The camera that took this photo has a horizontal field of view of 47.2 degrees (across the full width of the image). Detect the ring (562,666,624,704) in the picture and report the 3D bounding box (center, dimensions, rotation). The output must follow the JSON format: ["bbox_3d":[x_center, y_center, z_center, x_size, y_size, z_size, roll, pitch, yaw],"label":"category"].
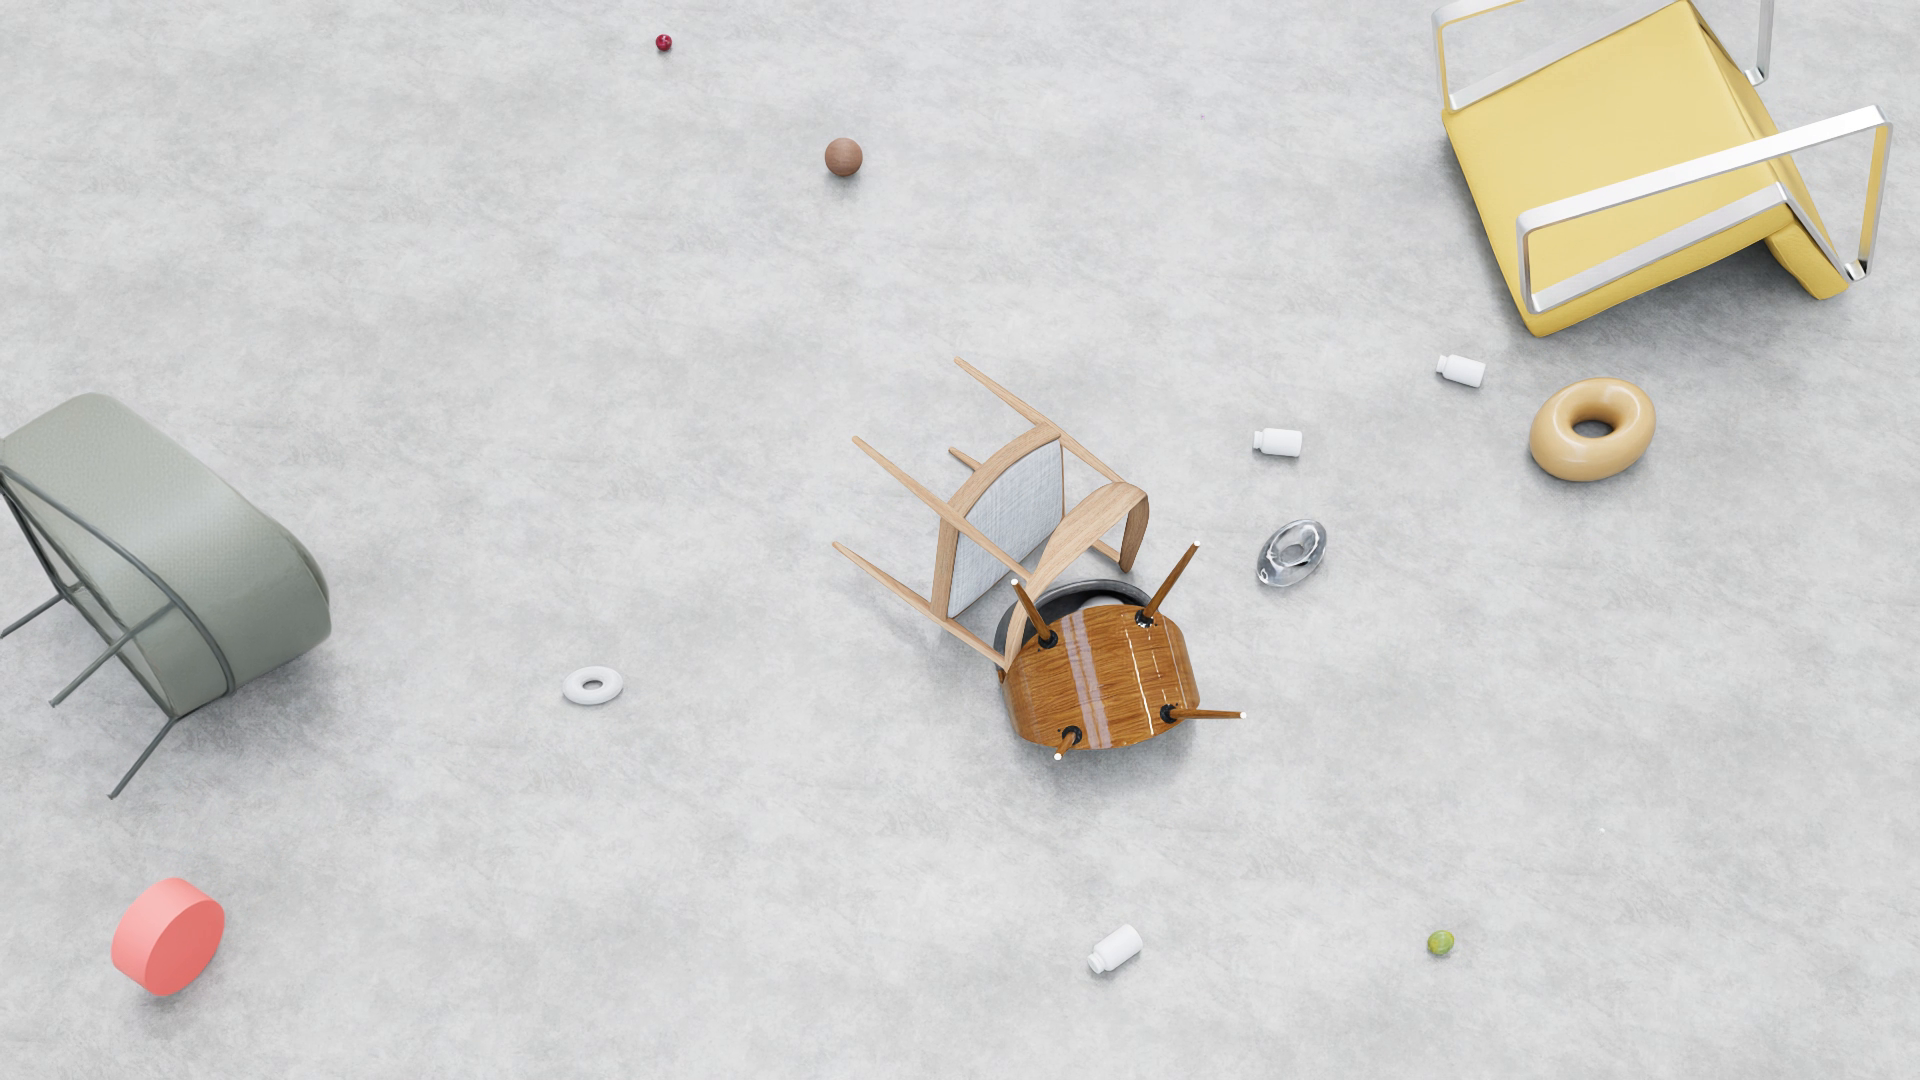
[{"bbox_3d":[-1.047,0.414,6.271,0.173,0.043,0.120,-5,55,-4],"label":"ring"}]

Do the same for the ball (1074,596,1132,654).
[{"bbox_3d":[0.411,0.244,6.308,0.170,0.170,0.170,0,56,0],"label":"ball"}]

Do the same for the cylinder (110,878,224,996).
[{"bbox_3d":[-2.053,1.029,5.705,0.119,0.298,0.271,28,50,18],"label":"cylinder"}]

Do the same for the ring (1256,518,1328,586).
[{"bbox_3d":[0.982,0.037,6.499,0.161,0.083,0.266,39,65,21],"label":"ring"}]

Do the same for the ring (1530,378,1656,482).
[{"bbox_3d":[1.930,-0.338,6.708,0.419,0.157,0.318,-28,59,-16],"label":"ring"}]
